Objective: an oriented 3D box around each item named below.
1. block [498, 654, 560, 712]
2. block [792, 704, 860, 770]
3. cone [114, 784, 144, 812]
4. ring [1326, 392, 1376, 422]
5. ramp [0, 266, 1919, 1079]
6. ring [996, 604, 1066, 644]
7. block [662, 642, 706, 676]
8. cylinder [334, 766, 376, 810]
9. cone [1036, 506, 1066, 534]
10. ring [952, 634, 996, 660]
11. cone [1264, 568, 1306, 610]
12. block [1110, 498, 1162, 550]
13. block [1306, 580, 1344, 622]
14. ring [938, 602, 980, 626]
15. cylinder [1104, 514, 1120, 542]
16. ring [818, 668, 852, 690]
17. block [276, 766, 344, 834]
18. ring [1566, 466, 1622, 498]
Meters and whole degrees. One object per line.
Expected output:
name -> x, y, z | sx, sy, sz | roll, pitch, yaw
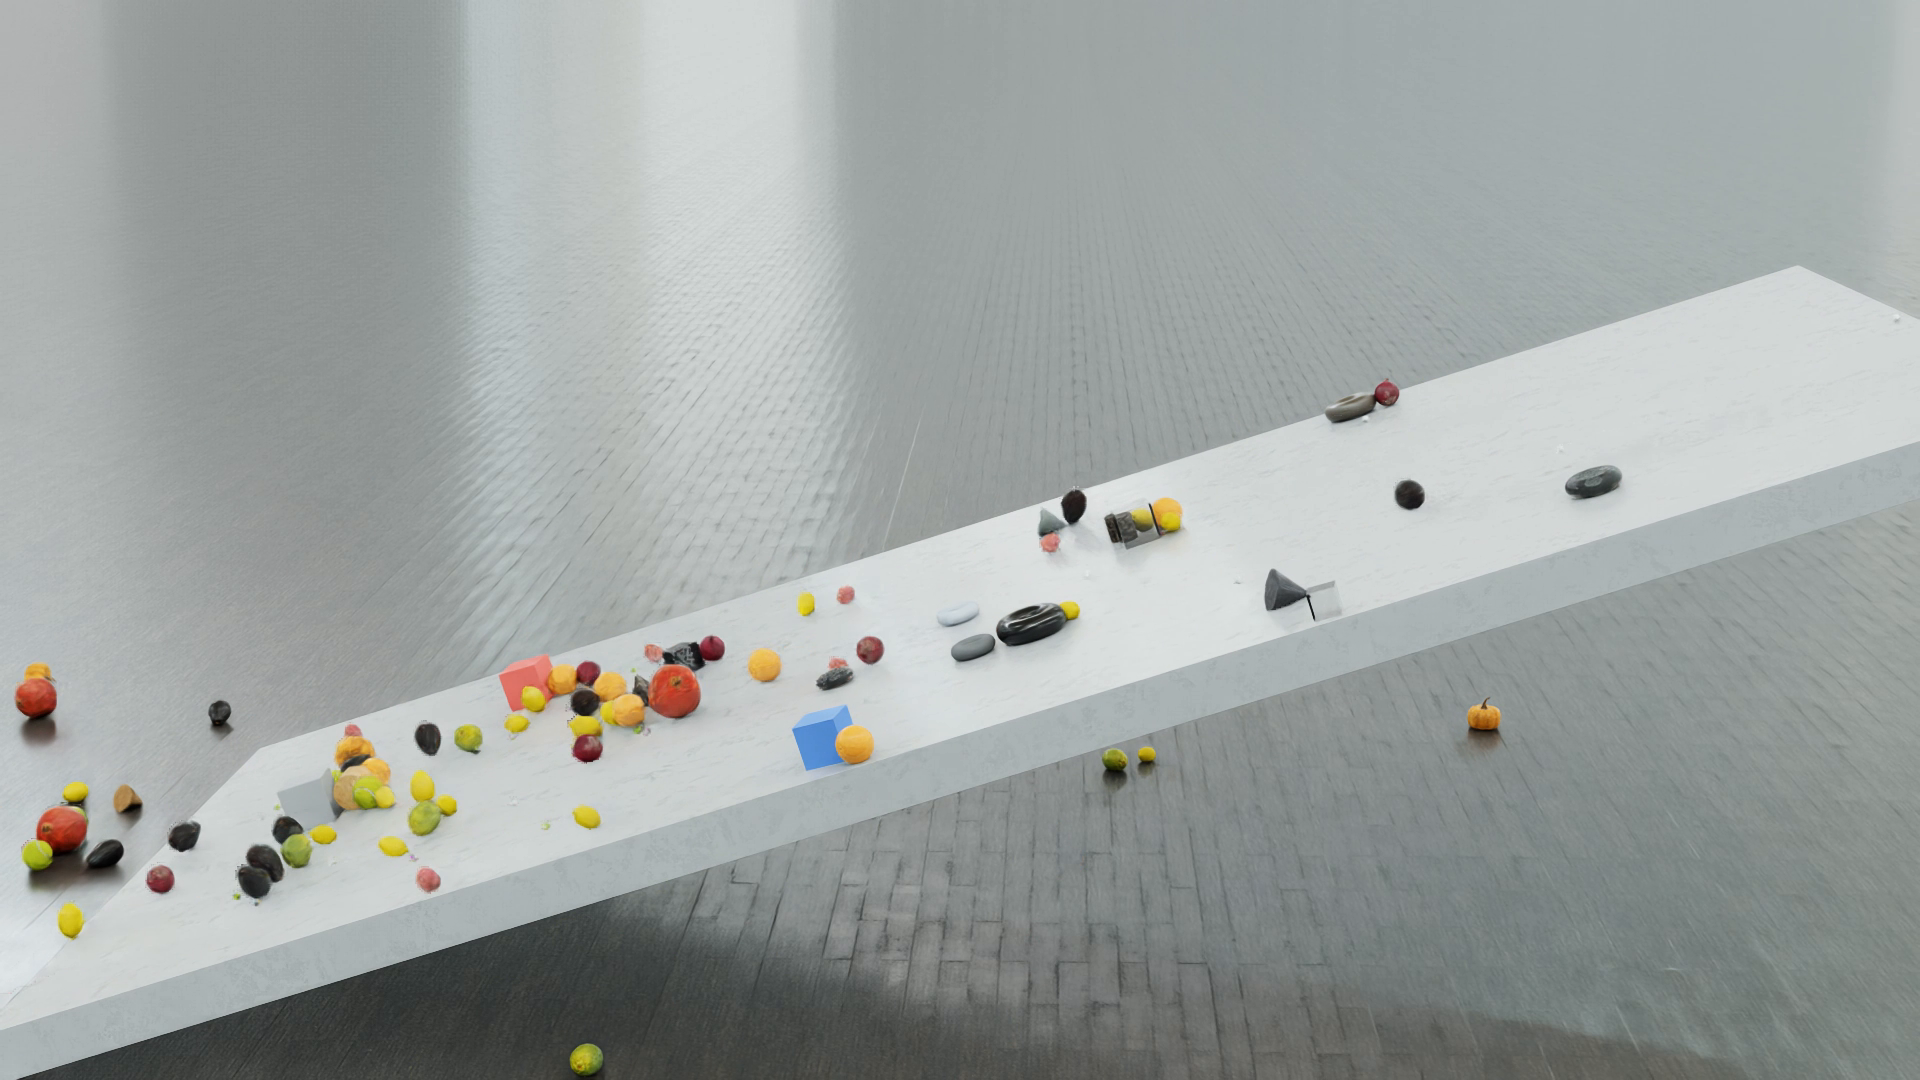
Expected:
block -> -1.009, 0.334, 6.893 | 0.094, 0.094, 0.094 | -16, 11, 15
block -> -0.248, 0.366, 5.455 | 0.084, 0.084, 0.084 | -15, 11, 19
cone -> -2.048, 0.648, 7.289 | 0.068, 0.068, 0.068 | 10, -11, 40
ring -> 0.939, -0.320, 7.063 | 0.129, 0.043, 0.129 | -20, 7, 3
ramp -> 0.102, 0.182, 6.309 | 4.000, 0.100, 2.000 | -17, 11, 5
ring -> 0.143, 0.168, 5.907 | 0.146, 0.049, 0.146 | -17, 11, 3
block -> -0.626, 0.270, 6.664 | 0.060, 0.060, 0.060 | -27, 14, -40
cylinder -> -1.320, 0.540, 6.412 | 0.079, 0.079, 0.079 | 0, 10, -1
cone -> 0.221, -0.037, 6.875 | 0.067, 0.067, 0.067 | 18, 13, 2
ring -> 0.026, 0.215, 5.909 | 0.094, 0.031, 0.094 | -19, 9, 3
cone -> 0.619, 0.097, 5.488 | 0.081, 0.081, 0.081 | 7, 10, -11
block -> 0.385, -0.036, 6.447 | 0.082, 0.082, 0.082 | -19, 10, -2
block -> 0.658, 0.111, 5.307 | 0.052, 0.052, 0.052 | -16, 11, 13
ring -> -0.004, 0.156, 6.263 | 0.094, 0.031, 0.094 | -17, 11, 3
cylinder -> 0.356, -0.031, 6.534 | 0.057, 0.057, 0.057 | -18, 10, 3
ring -> -0.257, 0.284, 6.052 | 0.079, 0.026, 0.079 | -19, 10, 3
block -> -1.407, 0.565, 6.376 | 0.100, 0.100, 0.100 | -18, 10, 2
ring -> 1.198, -0.110, 5.559 | 0.111, 0.037, 0.111 | -19, 11, 4
